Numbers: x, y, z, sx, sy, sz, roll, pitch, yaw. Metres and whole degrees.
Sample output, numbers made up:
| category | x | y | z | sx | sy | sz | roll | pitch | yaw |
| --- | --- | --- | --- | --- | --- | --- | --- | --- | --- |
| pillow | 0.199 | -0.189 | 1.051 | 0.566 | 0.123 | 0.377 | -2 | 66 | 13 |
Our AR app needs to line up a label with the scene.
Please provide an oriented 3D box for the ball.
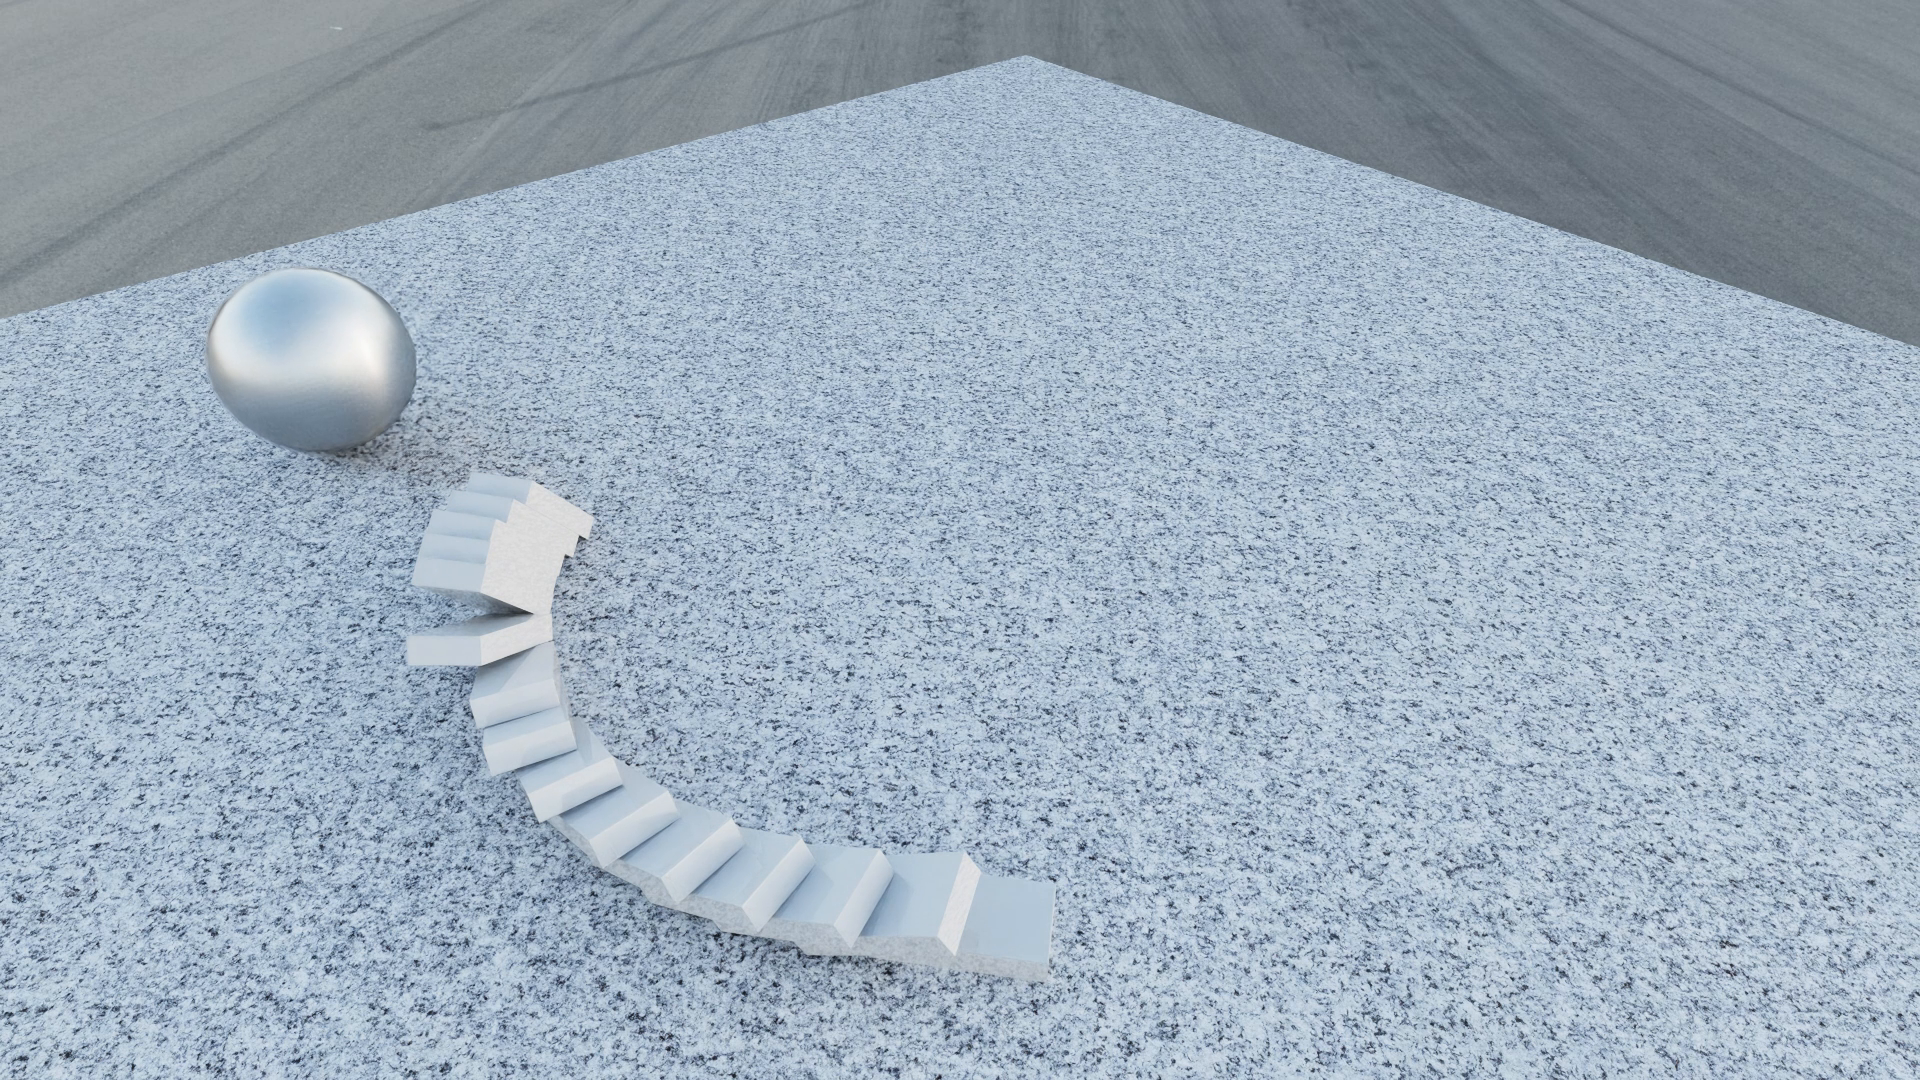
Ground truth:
| category | x | y | z | sx | sy | sz | roll | pitch | yaw |
| --- | --- | --- | --- | --- | --- | --- | --- | --- | --- |
| ball | -0.283 | -0.078 | 0.484 | 0.080 | 0.080 | 0.080 | 0 | 39 | 0 |

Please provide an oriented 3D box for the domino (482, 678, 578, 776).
| category | x | y | z | sx | sy | sz | roll | pitch | yaw |
| --- | --- | --- | --- | --- | --- | --- | --- | --- | --- |
| domino | -0.138 | 0.059 | 0.353 | 0.025 | 0.010 | 0.050 | -16 | 14 | -19 |

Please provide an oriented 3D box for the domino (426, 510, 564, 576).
| category | x | y | z | sx | sy | sz | roll | pitch | yaw |
| --- | --- | --- | --- | --- | --- | --- | --- | --- | --- |
| domino | -0.173 | 0.002 | 0.413 | 0.025 | 0.050 | 0.009 | 8 | 77 | 10 |

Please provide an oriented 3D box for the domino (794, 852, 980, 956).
| category | x | y | z | sx | sy | sz | roll | pitch | yaw |
| --- | --- | --- | --- | --- | --- | --- | --- | --- | --- |
| domino | -0.021 | 0.100 | 0.302 | 0.050 | 0.009 | 0.025 | -13 | 36 | 31 |

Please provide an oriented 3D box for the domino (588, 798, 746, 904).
| category | x | y | z | sx | sy | sz | roll | pitch | yaw |
| --- | --- | --- | --- | --- | --- | --- | --- | --- | --- |
| domino | -0.087 | 0.088 | 0.319 | 0.050 | 0.009 | 0.025 | 0 | 30 | 47 |

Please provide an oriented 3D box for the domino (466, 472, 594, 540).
| category | x | y | z | sx | sy | sz | roll | pitch | yaw |
| --- | --- | --- | --- | --- | --- | --- | --- | --- | --- |
| domino | -0.167 | -0.013 | 0.430 | 0.025 | 0.050 | 0.009 | 8 | 77 | 10 |

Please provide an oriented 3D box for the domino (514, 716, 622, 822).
| category | x | y | z | sx | sy | sz | roll | pitch | yaw |
| --- | --- | --- | --- | --- | --- | --- | --- | --- | --- |
| domino | -0.124 | 0.070 | 0.341 | 0.025 | 0.010 | 0.050 | -23 | 17 | -26 |

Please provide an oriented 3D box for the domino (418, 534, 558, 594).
| category | x | y | z | sx | sy | sz | roll | pitch | yaw |
| --- | --- | --- | --- | --- | --- | --- | --- | --- | --- |
| domino | -0.172 | 0.010 | 0.403 | 0.025 | 0.050 | 0.009 | 6 | 76 | 8 |

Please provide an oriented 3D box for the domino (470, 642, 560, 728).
| category | x | y | z | sx | sy | sz | roll | pitch | yaw |
| --- | --- | --- | --- | --- | --- | --- | --- | --- | --- |
| domino | -0.148 | 0.047 | 0.368 | 0.025 | 0.010 | 0.050 | -15 | 13 | -17 |

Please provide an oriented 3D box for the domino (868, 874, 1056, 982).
| category | x | y | z | sx | sy | sz | roll | pitch | yaw |
| --- | --- | --- | --- | --- | --- | --- | --- | --- | --- |
| domino | 0.001 | 0.108 | 0.312 | 0.050 | 0.010 | 0.025 | 6 | 40 | 7 |

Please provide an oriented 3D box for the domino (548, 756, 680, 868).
| category | x | y | z | sx | sy | sz | roll | pitch | yaw |
| --- | --- | --- | --- | --- | --- | --- | --- | --- | --- |
| domino | -0.107 | 0.080 | 0.329 | 0.025 | 0.010 | 0.050 | -31 | 22 | -32 |

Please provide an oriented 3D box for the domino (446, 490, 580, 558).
| category | x | y | z | sx | sy | sz | roll | pitch | yaw |
| --- | --- | --- | --- | --- | --- | --- | --- | --- | --- |
| domino | -0.170 | -0.006 | 0.422 | 0.025 | 0.050 | 0.009 | 8 | 77 | 10 |

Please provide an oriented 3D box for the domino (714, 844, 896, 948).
| category | x | y | z | sx | sy | sz | roll | pitch | yaw |
| --- | --- | --- | --- | --- | --- | --- | --- | --- | --- |
| domino | -0.045 | 0.098 | 0.306 | 0.050 | 0.010 | 0.025 | -8 | 31 | 36 |

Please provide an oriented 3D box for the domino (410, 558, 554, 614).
| category | x | y | z | sx | sy | sz | roll | pitch | yaw |
| --- | --- | --- | --- | --- | --- | --- | --- | --- | --- |
| domino | -0.169 | 0.018 | 0.393 | 0.025 | 0.050 | 0.009 | 6 | 76 | 7 |

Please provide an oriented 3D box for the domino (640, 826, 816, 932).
| category | x | y | z | sx | sy | sz | roll | pitch | yaw |
| --- | --- | --- | --- | --- | --- | --- | --- | --- | --- |
| domino | -0.067 | 0.094 | 0.312 | 0.050 | 0.009 | 0.025 | -4 | 30 | 41 |

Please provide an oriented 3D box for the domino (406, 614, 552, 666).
| category | x | y | z | sx | sy | sz | roll | pitch | yaw |
| --- | --- | --- | --- | --- | --- | --- | --- | --- | --- |
| domino | -0.164 | 0.034 | 0.380 | 0.025 | 0.010 | 0.050 | 0 | 4 | 5 |
